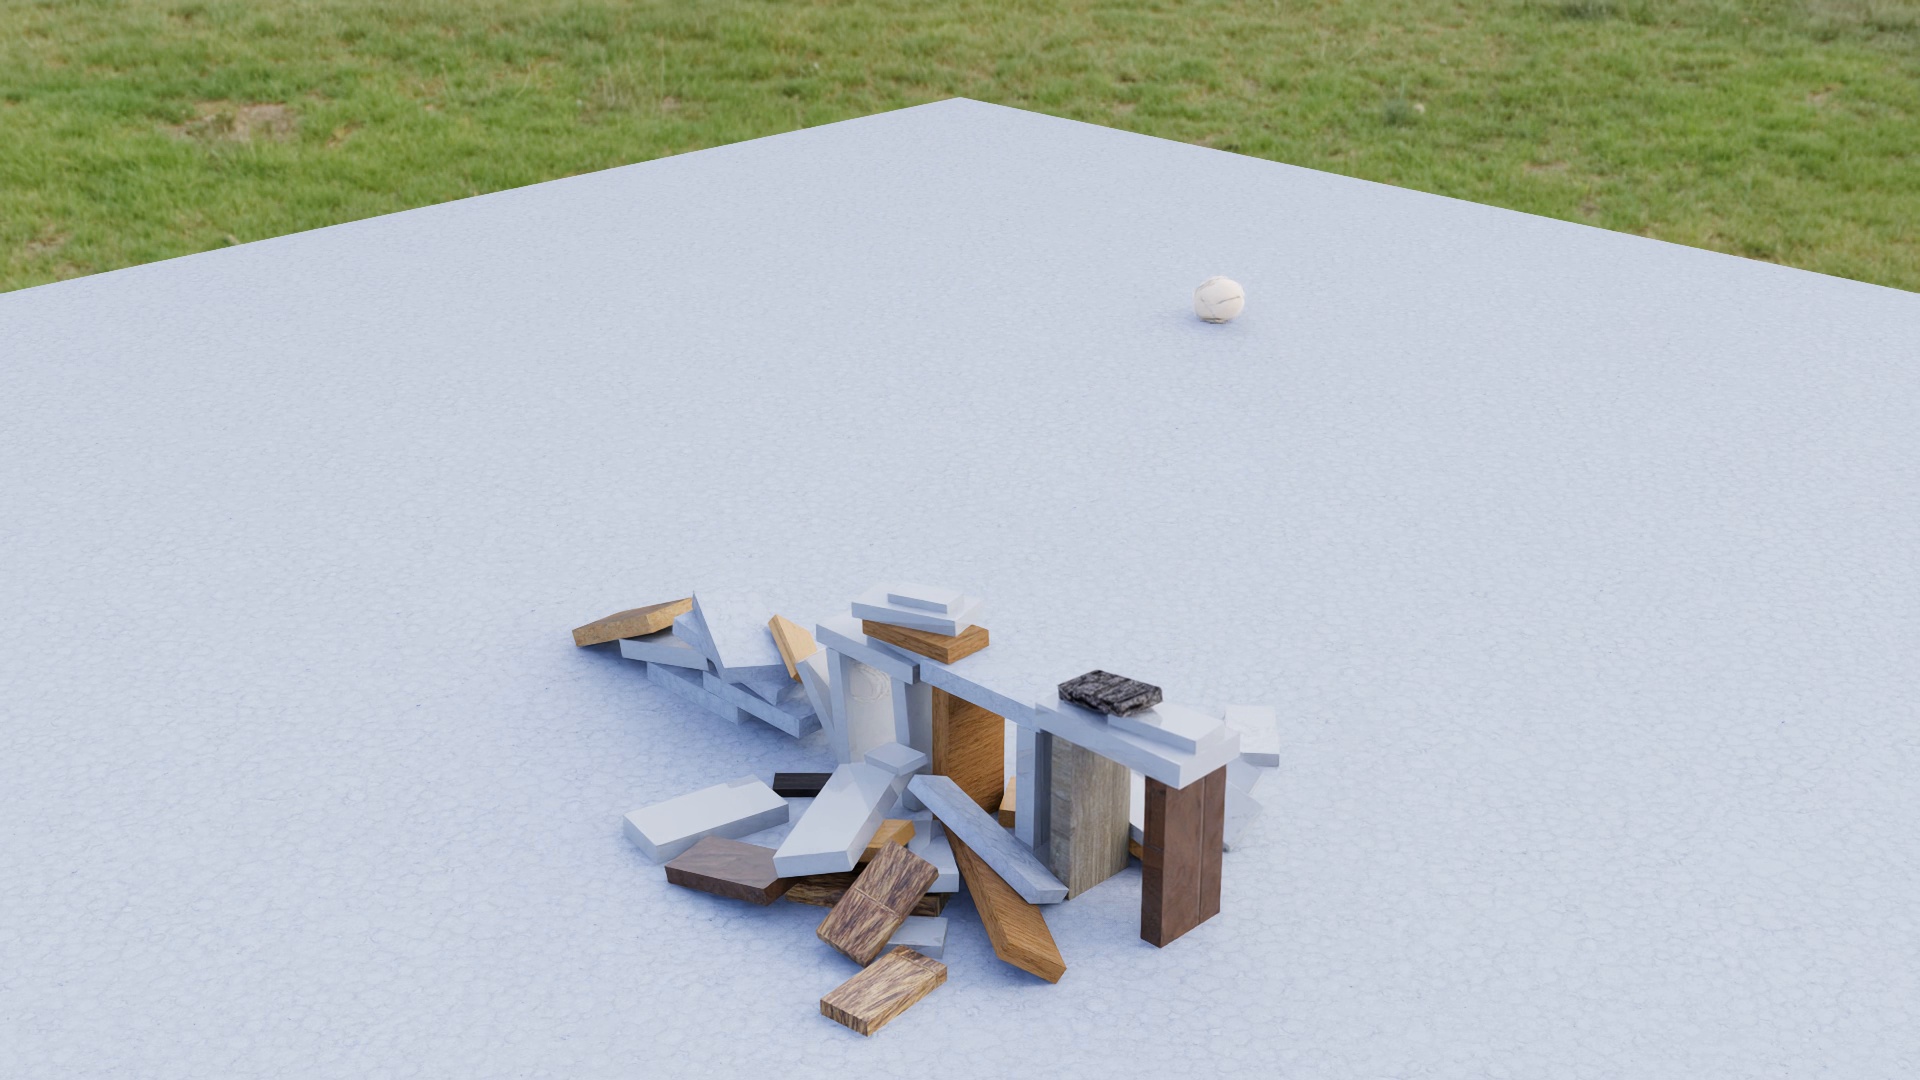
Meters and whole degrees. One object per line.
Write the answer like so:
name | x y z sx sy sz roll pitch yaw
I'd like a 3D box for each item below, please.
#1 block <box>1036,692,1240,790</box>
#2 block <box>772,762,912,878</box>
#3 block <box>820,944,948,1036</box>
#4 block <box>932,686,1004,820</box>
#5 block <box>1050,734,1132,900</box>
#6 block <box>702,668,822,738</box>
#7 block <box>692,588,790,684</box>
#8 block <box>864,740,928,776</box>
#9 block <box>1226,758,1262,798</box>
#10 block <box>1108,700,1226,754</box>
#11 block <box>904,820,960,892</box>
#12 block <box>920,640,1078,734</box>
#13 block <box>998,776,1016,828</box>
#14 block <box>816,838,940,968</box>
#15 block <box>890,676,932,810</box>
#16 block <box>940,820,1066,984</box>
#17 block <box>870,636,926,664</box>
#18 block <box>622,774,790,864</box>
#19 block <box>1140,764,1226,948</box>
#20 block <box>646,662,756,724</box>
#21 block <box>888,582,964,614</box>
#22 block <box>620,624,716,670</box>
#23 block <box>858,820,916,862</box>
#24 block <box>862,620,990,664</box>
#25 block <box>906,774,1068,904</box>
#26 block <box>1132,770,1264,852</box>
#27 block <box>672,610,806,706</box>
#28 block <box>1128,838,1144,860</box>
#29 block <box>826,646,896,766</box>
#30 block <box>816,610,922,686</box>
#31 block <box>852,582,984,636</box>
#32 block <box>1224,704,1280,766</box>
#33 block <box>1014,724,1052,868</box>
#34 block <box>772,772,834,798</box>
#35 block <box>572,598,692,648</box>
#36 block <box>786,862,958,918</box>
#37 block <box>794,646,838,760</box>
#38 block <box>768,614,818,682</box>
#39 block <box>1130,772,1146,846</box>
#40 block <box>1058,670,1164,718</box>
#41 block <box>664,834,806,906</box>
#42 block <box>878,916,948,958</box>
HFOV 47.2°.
block | 0.321 0.344 4.008 0.343 0.049 0.171 21 31 40
block | -0.220 0.528 4.224 0.147 0.042 0.401 -8 17 19
block | -0.132 0.789 3.861 0.108 0.031 0.216 17 29 35
block | 0.018 0.413 4.380 0.045 0.319 0.159 21 31 40
block | 0.248 0.493 4.159 0.049 0.343 0.171 21 31 41
block | -0.398 0.333 4.806 0.318 0.045 0.159 22 32 40
block | -0.479 0.205 4.795 0.147 0.042 0.293 -2 34 -21
block | -0.128 0.432 4.356 0.068 0.019 0.136 -23 19 -28
block | 0.445 0.458 4.439 0.301 0.039 0.138 29 68 21
block | 0.370 0.328 3.951 0.189 0.027 0.094 17 29 35
block | -0.083 0.600 4.185 0.128 0.036 0.256 0 16 -8
block | 0.092 0.274 4.241 0.319 0.045 0.159 21 31 40
block | 0.226 0.540 4.438 0.275 0.039 0.138 4 23 10
block | -0.149 0.660 4.001 0.111 0.031 0.222 28 62 24
block | -0.063 0.391 4.470 0.143 0.285 0.040 -21 24 -40
block | 0.073 0.650 4.100 0.128 0.036 0.501 28 13 -23
block | -0.089 0.197 4.418 0.099 0.028 0.199 -18 29 -36
block | -0.507 0.556 4.397 0.294 0.042 0.147 -15 27 -31
block | 0.408 0.556 4.011 0.049 0.343 0.171 21 31 41
block | -0.543 0.318 4.955 0.318 0.045 0.159 21 31 40
block | -0.068 0.114 4.373 0.136 0.019 0.068 10 24 28
block | -0.613 0.235 4.998 0.318 0.045 0.159 5 19 45
block | -0.208 0.572 4.200 0.222 0.031 0.111 -3 20 34
block | -0.069 0.182 4.364 0.236 0.033 0.118 17 28 40
block | 0.052 0.568 4.191 0.354 0.031 0.111 40 15 31
block | 0.423 0.468 4.394 0.375 0.031 0.108 35 70 23
block | -0.464 0.241 4.822 0.330 0.042 0.147 32 37 31
block | 0.343 0.543 4.331 0.275 0.039 0.138 33 41 28
block | -0.200 0.339 4.592 0.143 0.285 0.040 -21 24 -41
block | -0.145 0.209 4.478 0.285 0.040 0.143 21 31 40
block | -0.085 0.137 4.389 0.236 0.033 0.118 10 24 26
block | 0.627 0.420 4.732 0.108 0.031 0.216 2 23 4
block | 0.175 0.475 4.234 0.045 0.319 0.159 19 29 37
block | -0.295 0.506 4.543 0.178 0.019 0.068 0 23 0
block | -0.755 0.190 5.106 0.293 0.042 0.147 -12 8 45
block | -0.168 0.651 4.173 0.294 0.042 0.147 7 24 15
block | -0.262 0.349 4.656 0.028 0.237 0.099 -20 6 41
block | -0.343 0.246 4.736 0.099 0.028 0.199 30 18 -36
block | 0.340 0.520 4.299 0.236 0.033 0.118 34 41 29
block | 0.273 0.279 4.011 0.095 0.027 0.189 -19 18 -31
block | -0.423 0.626 4.177 0.256 0.036 0.128 6 25 37
block | -0.121 0.723 4.023 0.189 0.027 0.094 2 23 5
